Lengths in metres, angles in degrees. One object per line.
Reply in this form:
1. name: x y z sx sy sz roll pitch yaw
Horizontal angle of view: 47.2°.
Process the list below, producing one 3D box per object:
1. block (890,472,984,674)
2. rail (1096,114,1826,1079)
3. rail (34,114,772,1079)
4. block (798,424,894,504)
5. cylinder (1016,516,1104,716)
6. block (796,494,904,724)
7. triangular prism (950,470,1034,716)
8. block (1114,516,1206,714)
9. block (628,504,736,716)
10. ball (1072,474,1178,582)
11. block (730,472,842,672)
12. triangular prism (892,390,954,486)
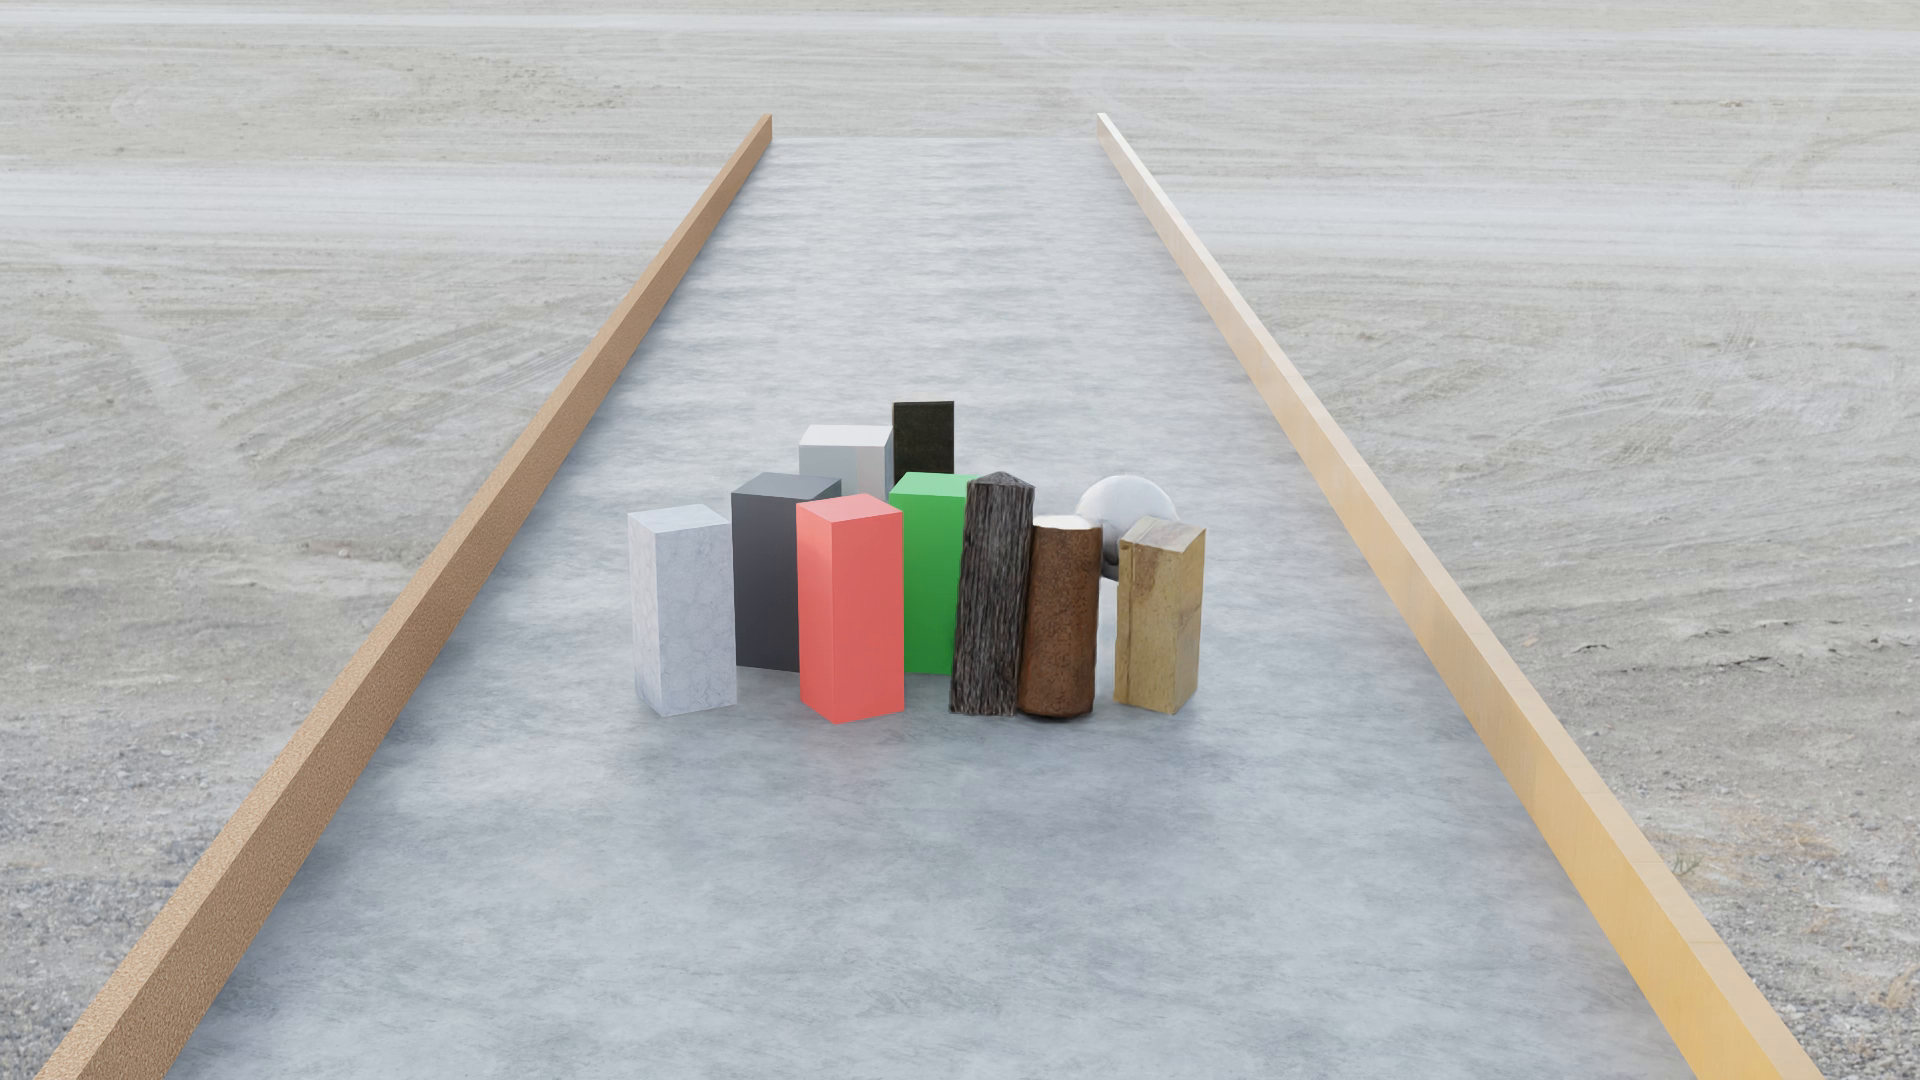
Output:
1. block: -0.041 0.066 4.365 0.163 0.365 0.163 3 17 11
2. rail: 0.932 -0.844 7.801 0.050 0.150 12.000 0 17 -1
3. rail: -1.118 -0.838 7.780 0.050 0.150 12.000 0 17 -1
4. block: -0.237 -0.032 4.648 0.177 0.390 0.177 1 17 4
5. cylinder: 0.186 0.141 4.108 0.147 0.353 0.147 2 10 0
6. block: -0.205 0.127 4.116 0.146 0.390 0.146 -9 19 -28
7. triangular prism: 0.061 0.098 4.107 0.121 0.444 0.105 5 16 1
8. block: 0.374 0.141 4.127 0.122 0.337 0.122 12 27 24
9. block: -0.525 0.131 4.159 0.150 0.358 0.150 -8 19 -26
10. ball: 0.320 -0.023 4.254 0.209 0.209 0.209 0 17 0
11. block: -0.342 0.064 4.386 0.167 0.357 0.167 5 17 17
12. triangular prism: -0.087 -0.122 4.914 0.135 0.412 0.117 -2 17 -6
